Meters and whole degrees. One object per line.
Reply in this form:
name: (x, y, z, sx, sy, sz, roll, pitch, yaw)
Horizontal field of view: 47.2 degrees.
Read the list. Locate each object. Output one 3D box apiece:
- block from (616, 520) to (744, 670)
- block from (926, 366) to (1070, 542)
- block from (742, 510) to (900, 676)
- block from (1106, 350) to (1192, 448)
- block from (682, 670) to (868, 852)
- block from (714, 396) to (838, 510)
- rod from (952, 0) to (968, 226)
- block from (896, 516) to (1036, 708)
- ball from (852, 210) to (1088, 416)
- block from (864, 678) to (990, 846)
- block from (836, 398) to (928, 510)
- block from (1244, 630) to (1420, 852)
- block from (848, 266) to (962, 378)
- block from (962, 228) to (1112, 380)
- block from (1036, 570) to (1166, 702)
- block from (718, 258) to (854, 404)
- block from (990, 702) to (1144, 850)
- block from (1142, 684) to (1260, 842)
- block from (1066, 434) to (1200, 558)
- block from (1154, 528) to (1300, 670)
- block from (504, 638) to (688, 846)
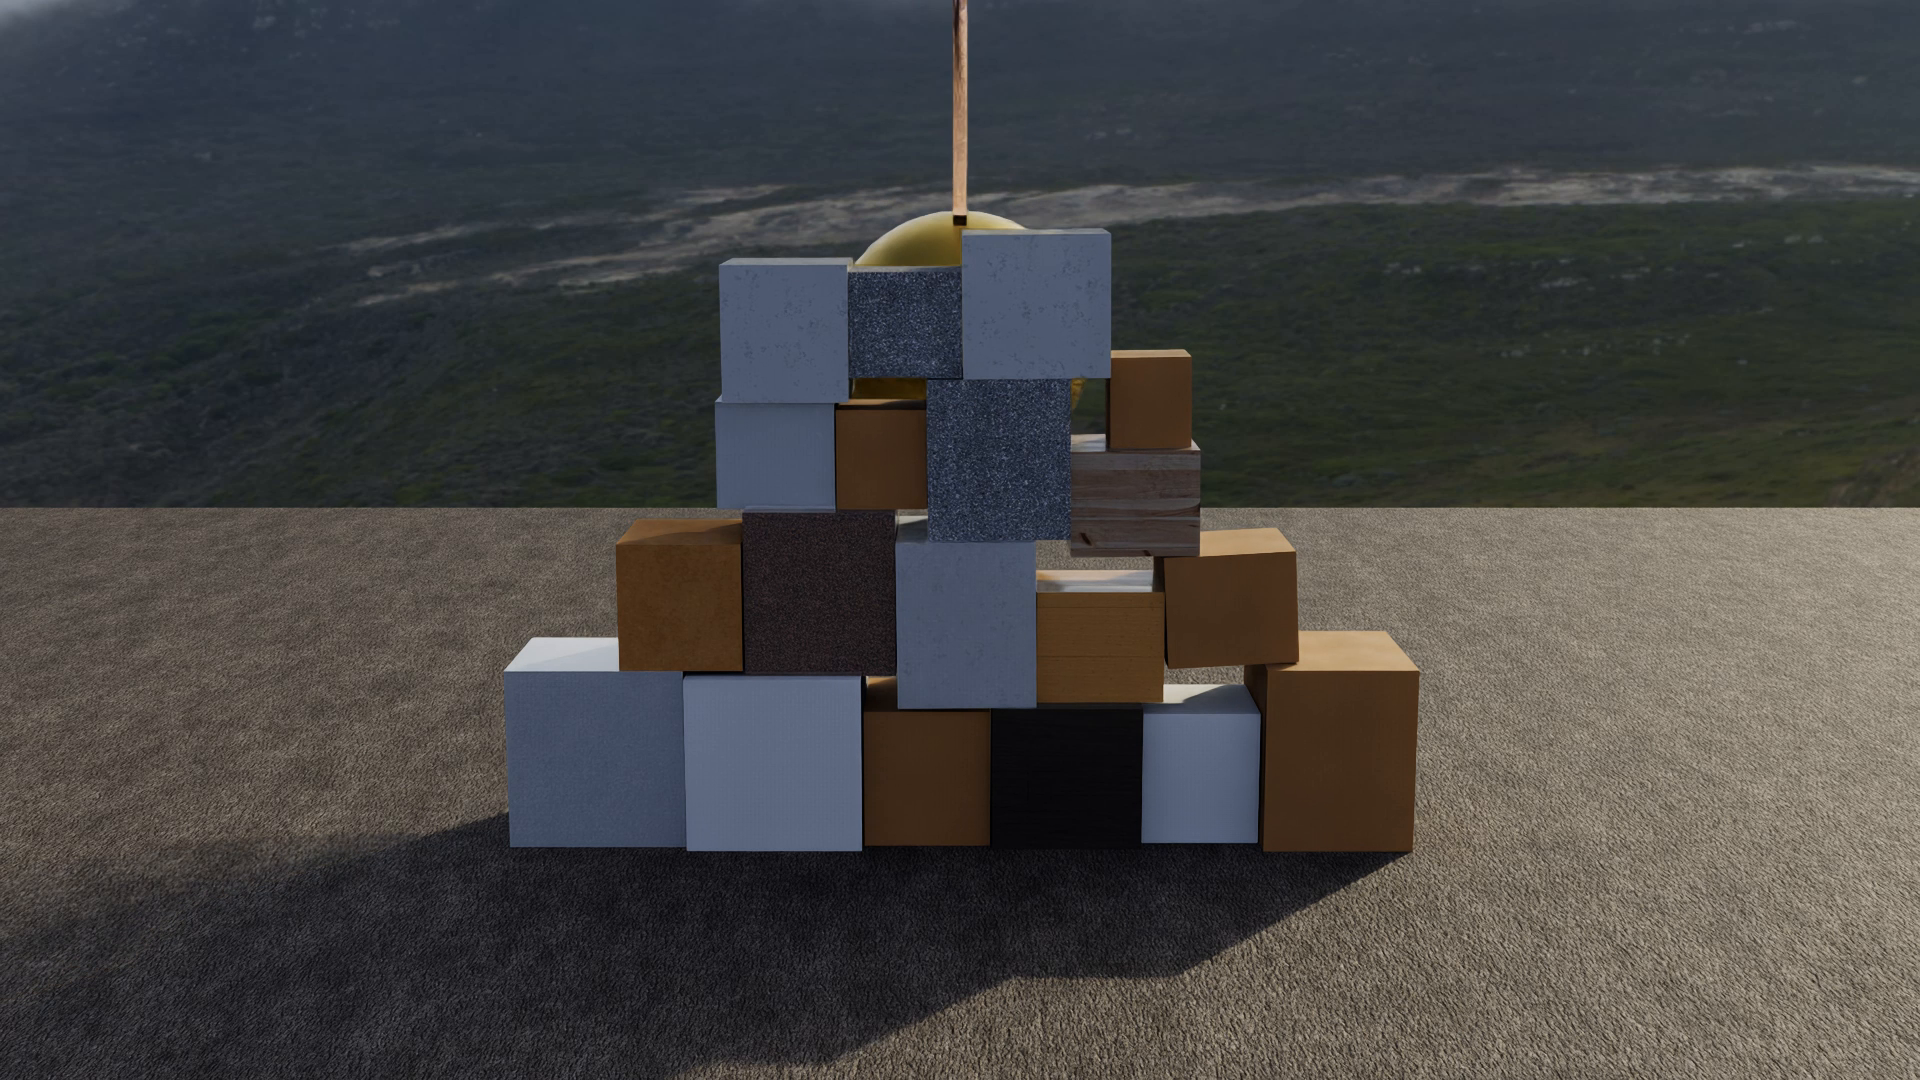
block: (-1.385, 0.271, 11.217, 0.613, 0.637, 0.736, 0, 10, 0)
block: (0.191, -0.450, 11.104, 0.704, 0.796, 0.680, -1, 10, 0)
block: (-0.694, 0.208, 11.210, 0.749, 0.822, 0.707, 0, 10, 0)
block: (0.944, -0.714, 11.054, 0.401, 0.448, 0.383, -1, 10, 0)
block: (-0.929, 1.042, 11.377, 0.876, 0.879, 0.917, 0, 10, 0)
block: (-0.911, -0.462, 11.099, 0.585, 0.535, 0.520, 0, 10, 0)
rod: (0.000, -4.044, 11.456, 0.080, 5.200, 0.080, 0, 33, 0)
block: (0.031, 0.353, 11.244, 0.689, 0.832, 0.810, -1, 10, 0)
ball: (0.000, -1.186, 13.297, 1.600, 1.600, 1.600, 0, 10, 0)
block: (-0.165, 1.136, 11.378, 0.631, 0.695, 0.712, 0, 10, 0)
block: (-0.387, -0.439, 11.095, 0.448, 0.493, 0.489, 0, 10, 0)
block: (1.890, 1.021, 11.351, 0.747, 0.930, 0.887, 0, 10, 0)
block: (-0.268, -1.094, 10.989, 0.553, 0.517, 0.523, 0, 10, 0)
block: (0.372, -1.186, 10.965, 0.719, 0.698, 0.653, -1, 10, 0)
block: (0.700, 0.487, 11.253, 0.639, 0.564, 0.566, 0, 10, 0)
block: (-0.854, -1.057, 11.000, 0.619, 0.671, 0.646, 0, 10, 0)
block: (0.535, 1.122, 11.367, 0.748, 0.726, 0.821, 0, 10, 0)
block: (1.212, 1.148, 11.369, 0.588, 0.673, 0.604, 0, 10, 0)
block: (0.865, -0.234, 11.152, 0.638, 0.529, 0.638, -1, 10, 0)
block: (1.350, 0.290, 11.250, 0.653, 0.563, 0.676, -3, 10, 1)
block: (-1.820, 1.031, 11.355, 0.887, 0.909, 0.751, 0, 10, 0)
